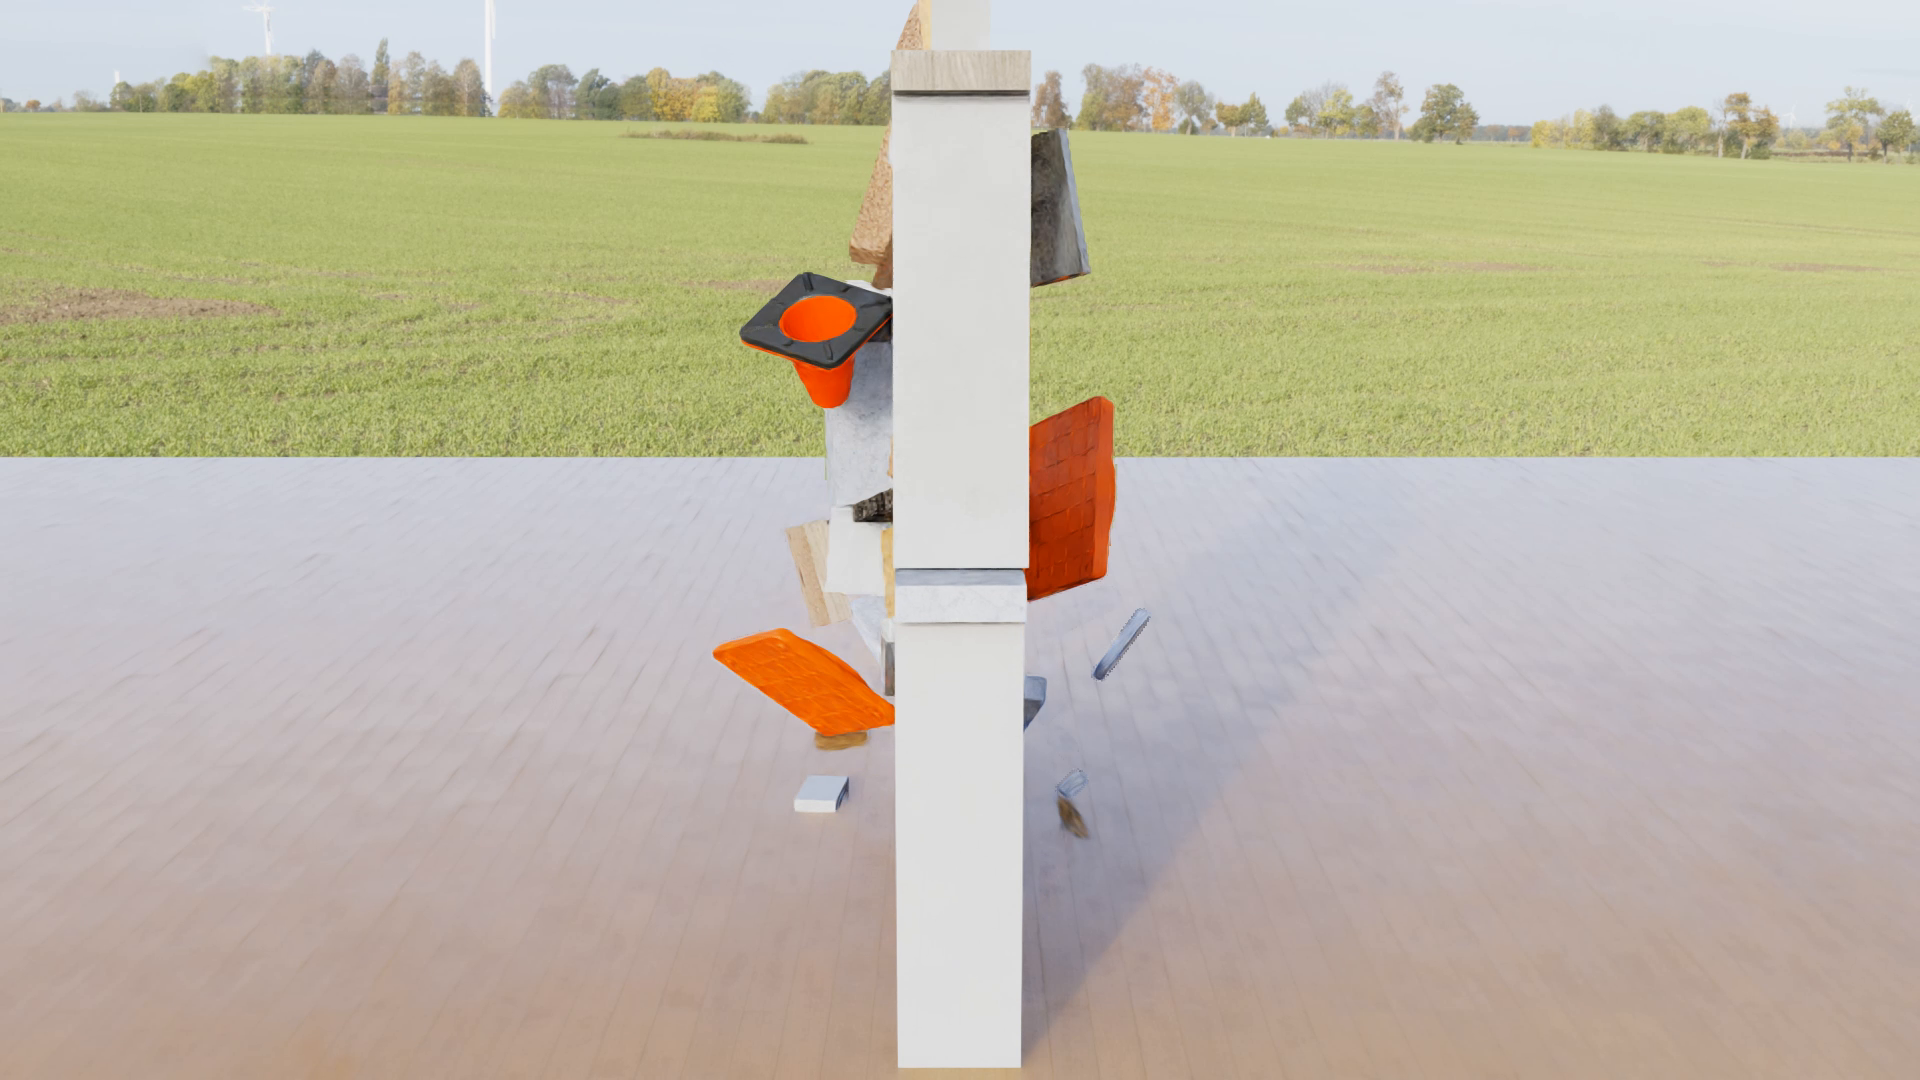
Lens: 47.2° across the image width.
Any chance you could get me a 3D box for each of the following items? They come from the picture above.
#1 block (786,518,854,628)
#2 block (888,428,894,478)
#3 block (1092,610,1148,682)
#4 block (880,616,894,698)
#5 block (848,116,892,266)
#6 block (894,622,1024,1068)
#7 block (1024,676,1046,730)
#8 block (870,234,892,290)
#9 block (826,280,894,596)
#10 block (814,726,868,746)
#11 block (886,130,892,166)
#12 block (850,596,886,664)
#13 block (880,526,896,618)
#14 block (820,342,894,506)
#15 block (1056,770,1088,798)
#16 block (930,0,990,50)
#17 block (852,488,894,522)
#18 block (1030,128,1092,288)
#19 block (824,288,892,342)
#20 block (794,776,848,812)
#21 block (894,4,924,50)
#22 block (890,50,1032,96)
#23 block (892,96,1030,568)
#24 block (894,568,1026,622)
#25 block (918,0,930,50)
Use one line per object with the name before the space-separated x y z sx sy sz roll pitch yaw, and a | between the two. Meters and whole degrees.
block | -0.257 0.061 4.034 0.078 0.191 0.022 -14 7 2
block | -0.032 -0.210 3.226 0.124 0.248 0.035 4 4 -37
block | 0.247 0.162 3.384 0.016 0.112 0.056 36 -23 9
block | -0.051 0.169 3.329 0.135 0.038 0.269 -10 -20 -6
block | -0.074 -0.552 3.489 0.138 0.275 0.039 9 -30 11
block | -0.001 0.402 2.924 0.167 0.640 0.047 0 15 0
block | 0.036 0.287 3.541 0.135 0.038 0.358 6 -22 -8
block | -0.048 -0.461 3.331 0.104 0.208 0.029 23 15 -3
block | -0.124 -0.157 3.440 0.138 0.487 0.039 4 -2 -3
block | -0.249 0.410 4.601 0.100 0.014 0.050 -7 13 -34
block | -0.066 -0.669 3.483 0.077 0.154 0.022 6 -6 13
block | -0.148 0.196 4.500 0.093 0.186 0.026 -23 -15 -40
block | -0.067 0.050 3.332 0.095 0.027 0.190 -19 47 14
block | -0.143 -0.178 3.381 0.124 0.248 0.035 -2 -2 -24
block | 0.213 0.463 4.167 0.050 0.014 0.100 -45 3 -6
block | 0.001 -0.710 3.002 0.081 0.162 0.023 0 13 -1
block | -0.079 -0.056 3.284 0.095 0.027 0.190 -2 -8 -26
block | 0.117 -0.471 3.138 0.104 0.208 0.029 -11 -4 25
block | -0.067 -0.345 3.271 0.248 0.035 0.124 -11 -12 37
block | -0.263 0.483 4.186 0.078 0.022 0.157 1 11 6
block | -0.054 -0.804 3.517 0.077 0.022 0.154 5 49 14
block | 0.001 -0.599 2.929 0.176 0.050 0.352 0 3 0
block | 0.002 -0.266 2.846 0.176 0.603 0.050 0 6 0
block | -0.002 0.048 2.937 0.167 0.047 0.334 0 11 -1
block | 0.000 -0.593 3.126 0.081 0.428 0.023 -6 0 -1
